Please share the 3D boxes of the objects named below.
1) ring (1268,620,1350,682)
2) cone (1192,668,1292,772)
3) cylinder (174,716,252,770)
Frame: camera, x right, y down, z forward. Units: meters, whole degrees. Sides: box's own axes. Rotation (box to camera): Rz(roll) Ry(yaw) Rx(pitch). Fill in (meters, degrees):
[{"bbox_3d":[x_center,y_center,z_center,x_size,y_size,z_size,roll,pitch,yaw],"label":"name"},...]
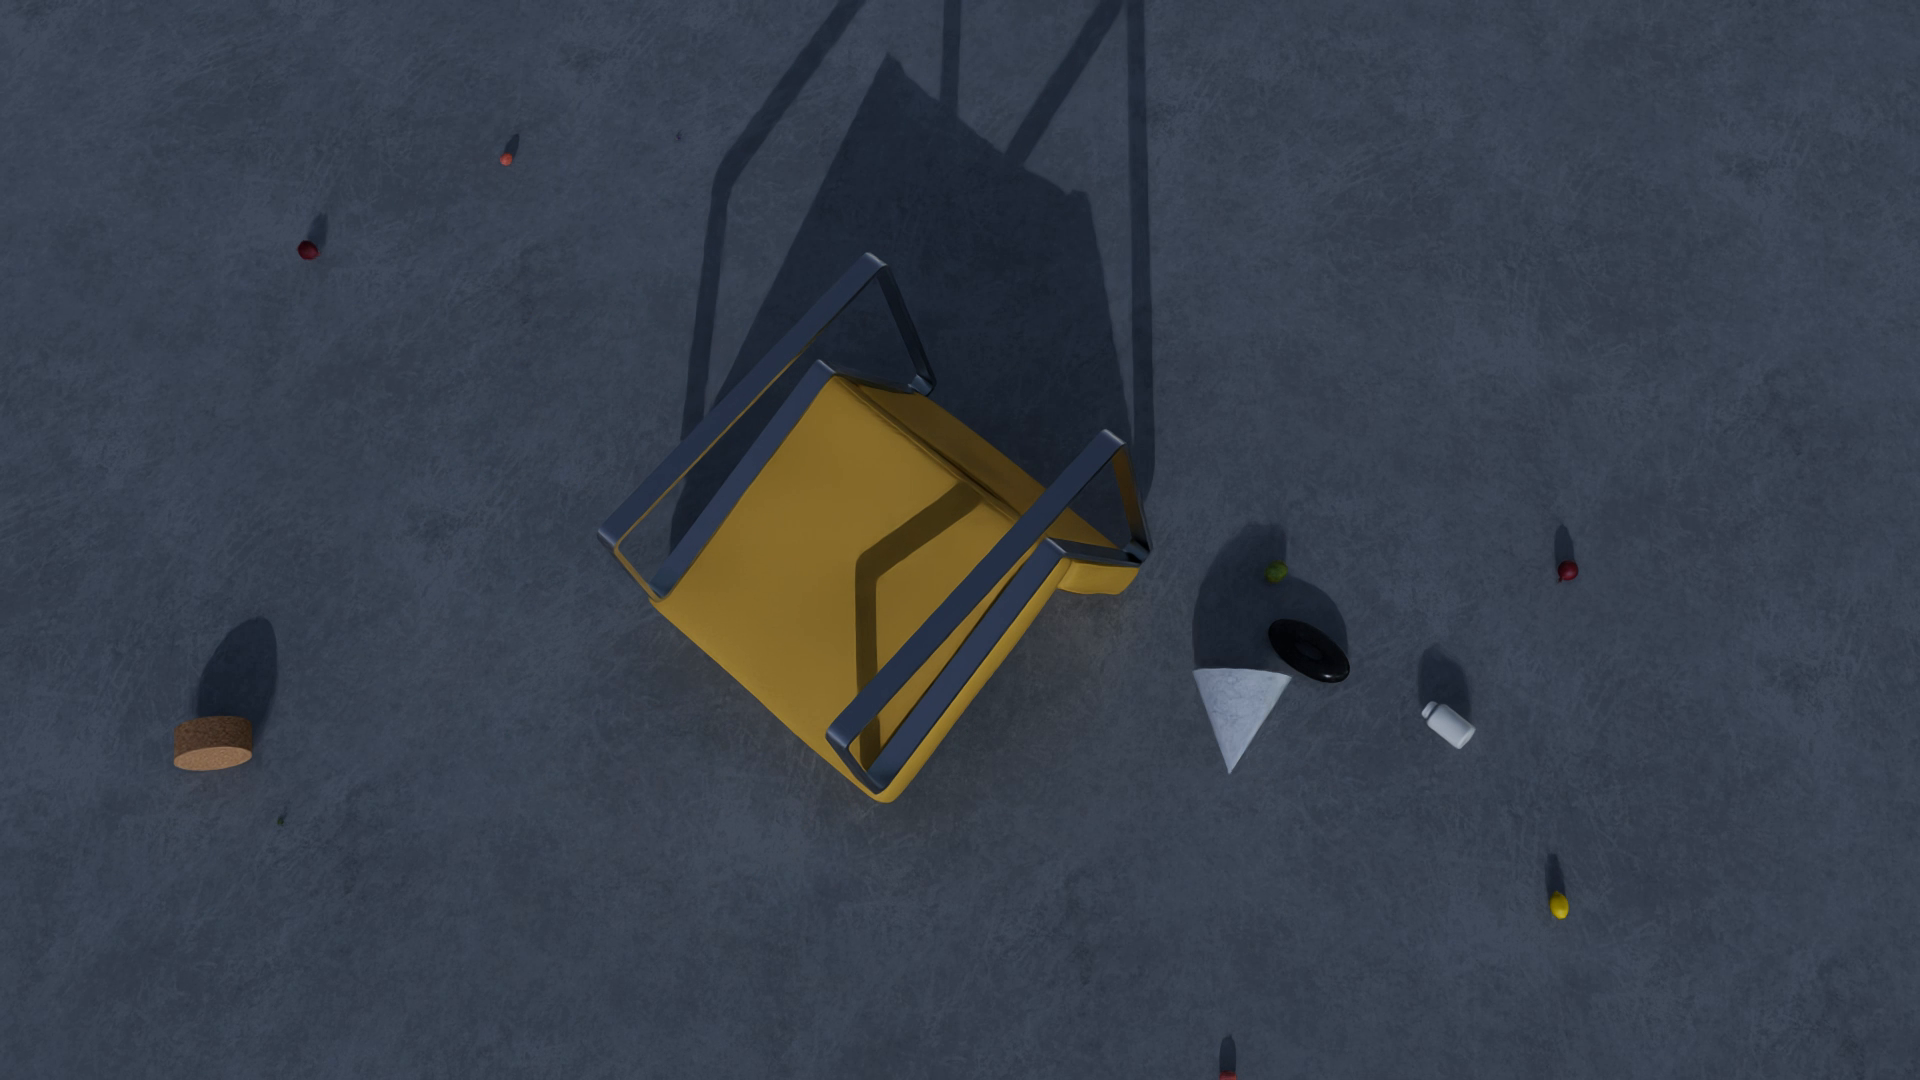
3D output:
[{"bbox_3d":[1.004,0.318,6.324,0.270,0.062,0.144,36,64,22],"label":"ring"},{"bbox_3d":[0.773,0.517,6.167,0.303,0.166,0.285,0,74,34],"label":"cone"},{"bbox_3d":[-2.080,0.565,6.119,0.209,0.124,0.099,-7,56,-10],"label":"cylinder"}]
